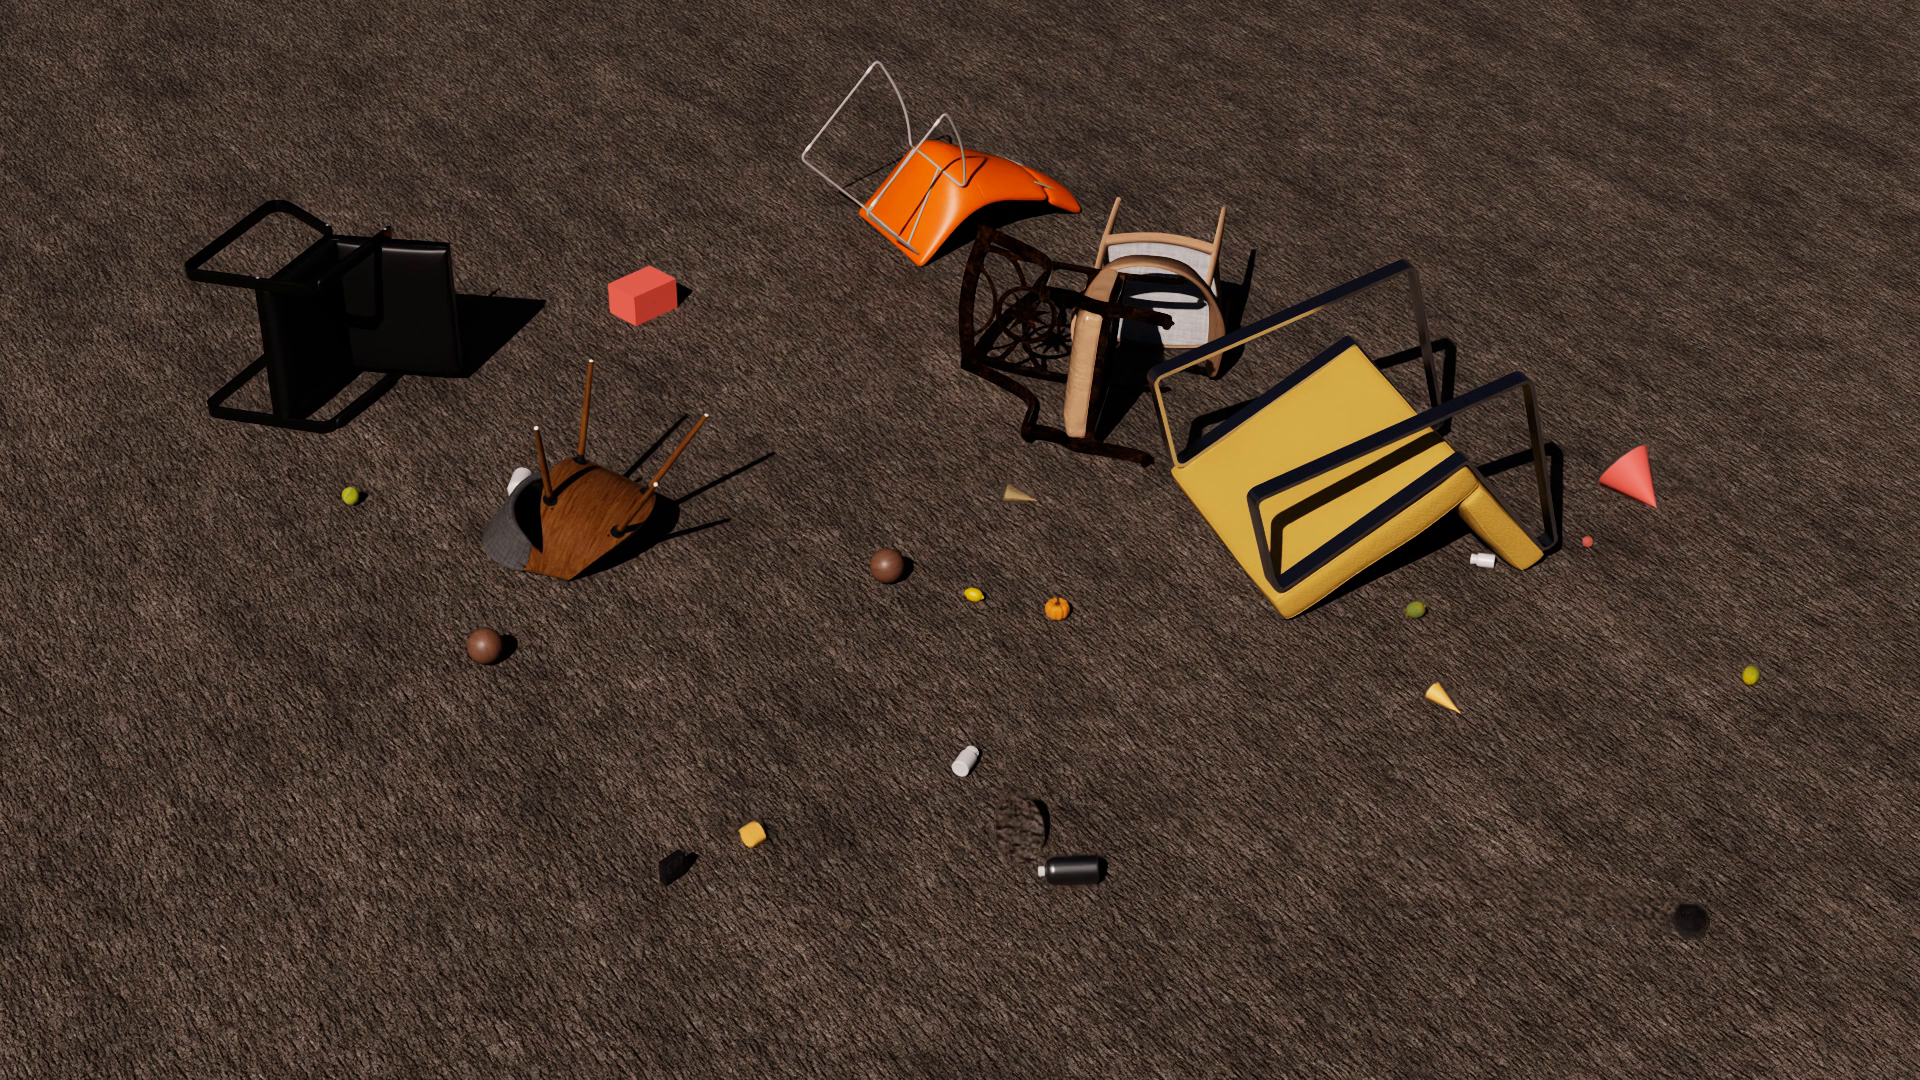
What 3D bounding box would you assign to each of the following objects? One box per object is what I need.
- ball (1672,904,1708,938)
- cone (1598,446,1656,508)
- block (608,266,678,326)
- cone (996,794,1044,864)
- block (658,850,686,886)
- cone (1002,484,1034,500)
[{"bbox_3d":[2.258,1.176,9.060,0.109,0.109,0.109,0,33,0],"label":"ball"},{"bbox_3d":[2.588,-0.205,11.166,0.184,0.229,0.217,-1,52,-55],"label":"cone"},{"bbox_3d":[-1.339,-1.032,12.386,0.169,0.137,0.230,28,43,36],"label":"block"},{"bbox_3d":[0.158,0.945,9.437,0.194,0.121,0.232,20,62,-30],"label":"cone"},{"bbox_3d":[-0.911,1.038,9.294,0.032,0.082,0.086,26,42,34],"label":"block"},{"bbox_3d":[0.234,-0.167,11.169,0.129,0.066,0.074,17,38,-1],"label":"cone"}]
